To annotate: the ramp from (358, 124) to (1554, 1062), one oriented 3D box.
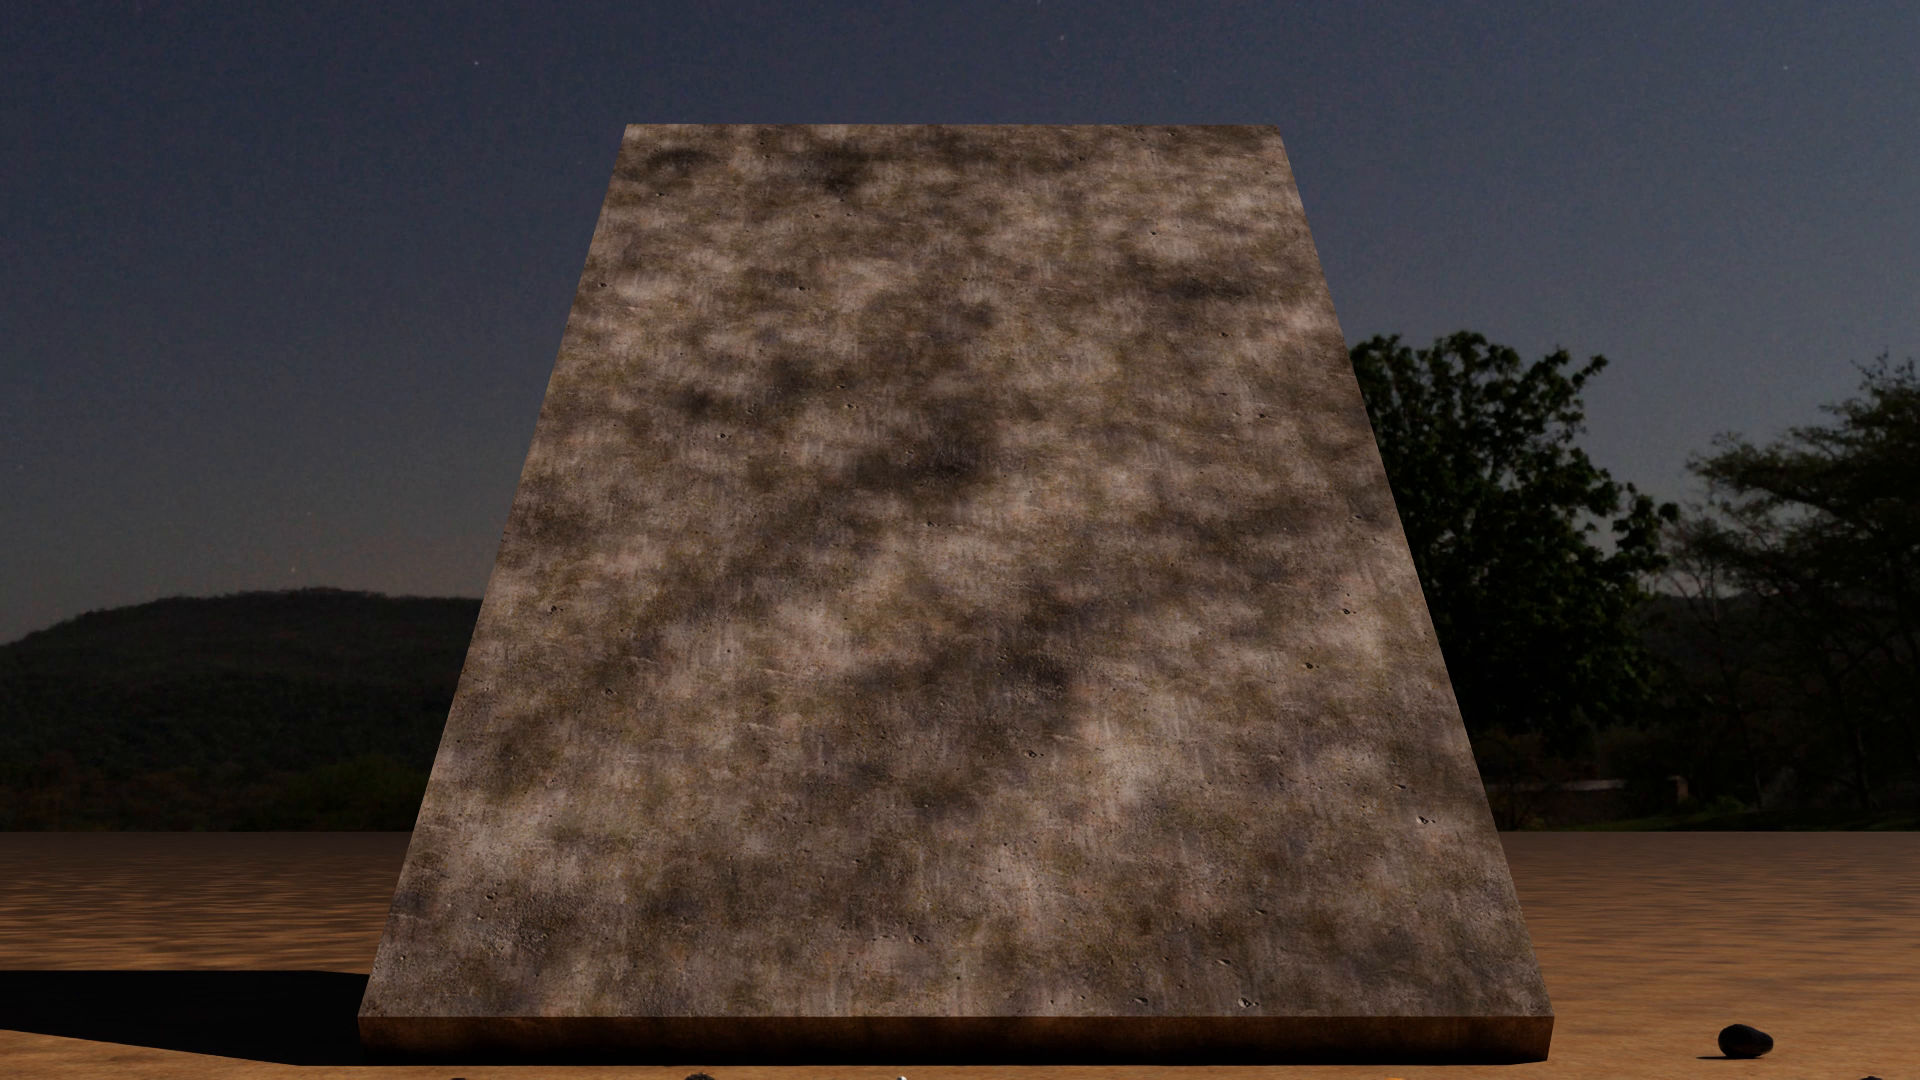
[{"bbox_3d":[-0.014,-0.198,5.801,2.000,0.100,4.000,0,31,0],"label":"ramp"}]
